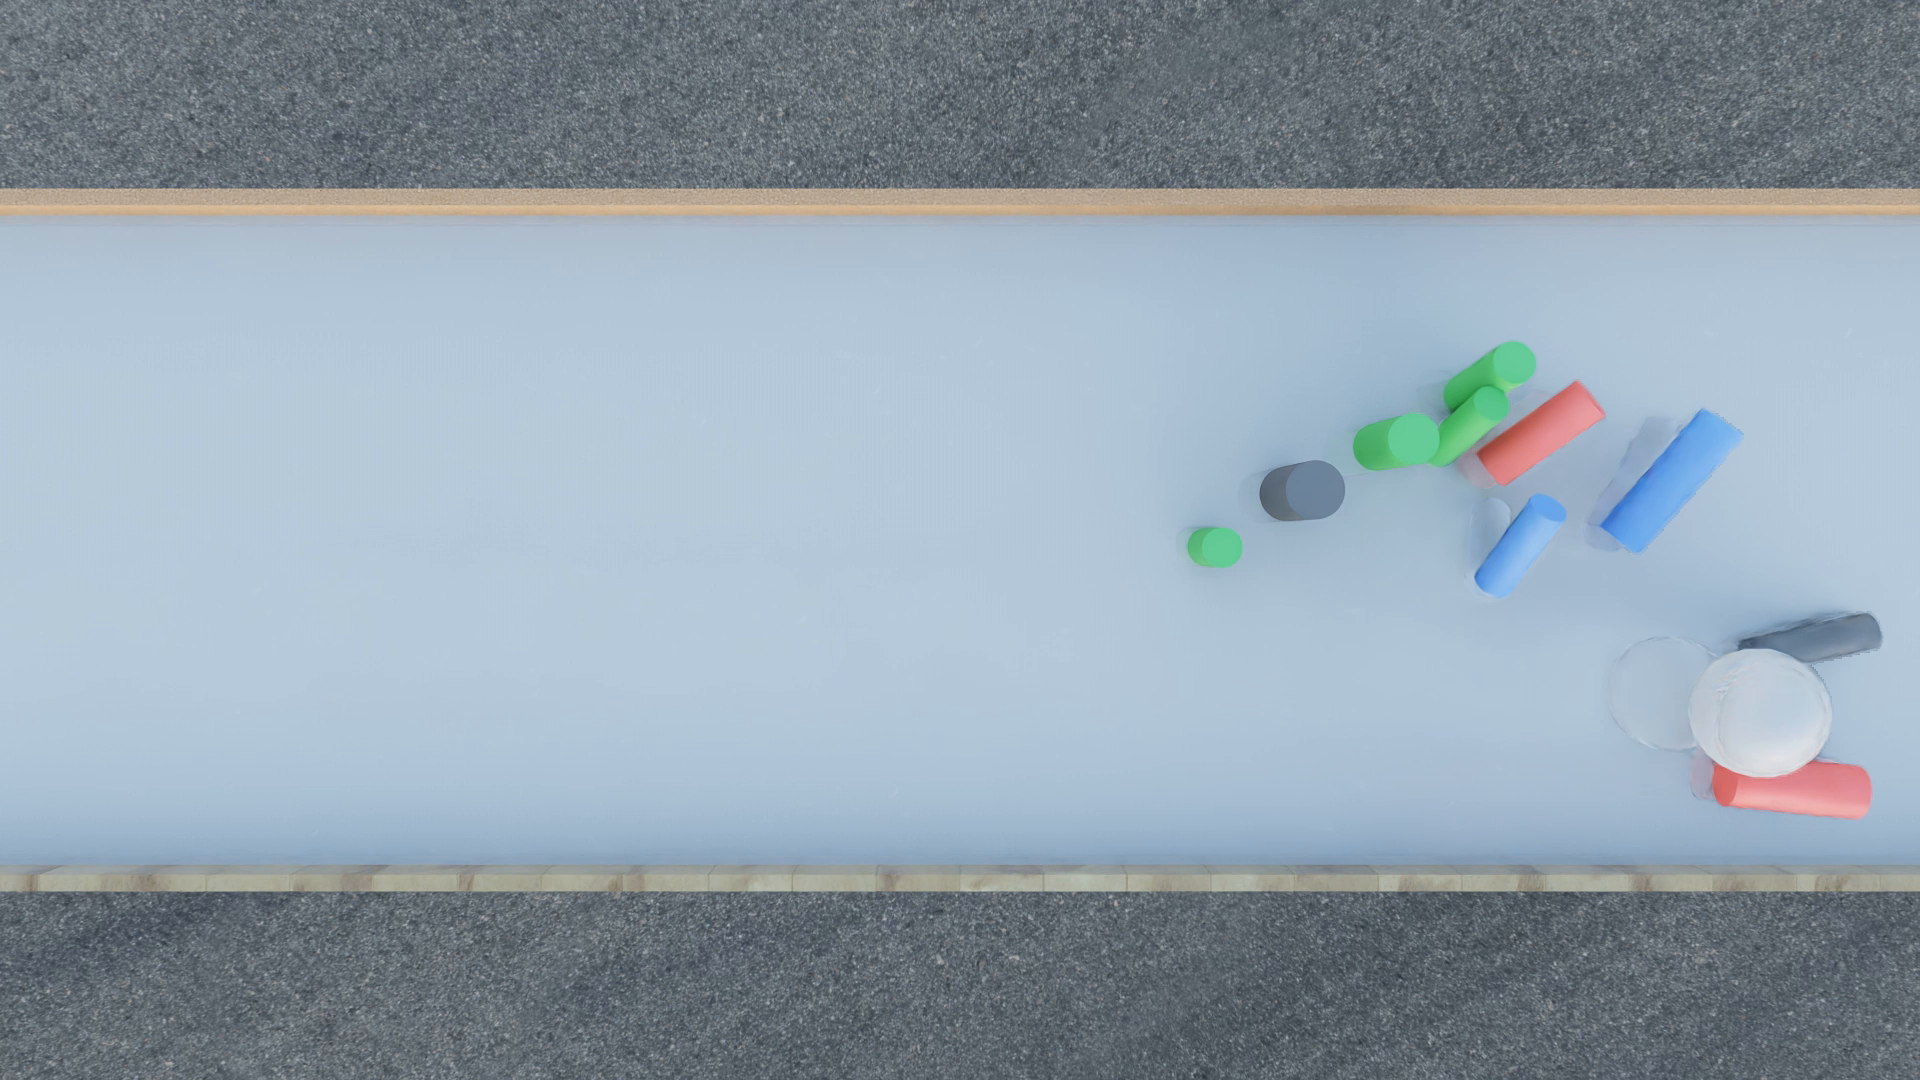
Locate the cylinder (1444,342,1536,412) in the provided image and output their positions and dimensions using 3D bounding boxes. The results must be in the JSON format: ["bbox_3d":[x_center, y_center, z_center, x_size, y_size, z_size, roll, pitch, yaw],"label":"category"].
[{"bbox_3d":[1.562,-0.473,4.878,0.126,0.379,0.126,1,80,-5],"label":"cylinder"}]

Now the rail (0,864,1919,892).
[{"bbox_3d":[-2.247,1.025,5.001,12.000,0.150,0.050,0,90,0],"label":"rail"}]

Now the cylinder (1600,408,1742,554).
[{"bbox_3d":[2.129,-0.176,4.948,0.140,0.140,0.450,37,106,0],"label":"cylinder"}]

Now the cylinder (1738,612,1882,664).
[{"bbox_3d":[2.585,0.316,5.020,0.382,0.112,0.112,-13,90,0],"label":"cylinder"}]

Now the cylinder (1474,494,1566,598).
[{"bbox_3d":[1.671,0.020,4.925,0.117,0.117,0.328,23,131,0],"label":"cylinder"}]

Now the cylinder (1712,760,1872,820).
[{"bbox_3d":[2.516,0.745,4.995,0.399,0.164,0.164,6,90,0],"label":"cylinder"}]

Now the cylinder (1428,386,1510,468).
[{"bbox_3d":[1.496,-0.333,4.892,0.109,0.354,0.109,3,70,-9],"label":"cylinder"}]

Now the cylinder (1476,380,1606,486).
[{"bbox_3d":[1.738,-0.317,4.943,0.352,0.136,0.136,-39,90,23],"label":"cylinder"}]

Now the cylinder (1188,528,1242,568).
[{"bbox_3d":[0.759,0.022,4.922,0.118,0.309,0.118,0,90,0],"label":"cylinder"}]

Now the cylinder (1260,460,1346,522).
[{"bbox_3d":[1.007,-0.142,4.873,0.169,0.408,0.169,0,90,0],"label":"cylinder"}]

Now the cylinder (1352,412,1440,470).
[{"bbox_3d":[1.283,-0.286,4.869,0.147,0.416,0.147,0,90,0],"label":"cylinder"}]

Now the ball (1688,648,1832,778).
[{"bbox_3d":[2.313,0.500,4.774,0.374,0.374,0.374,0,90,0],"label":"ball"}]

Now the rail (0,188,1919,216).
[{"bbox_3d":[-2.247,-1.025,5.002,12.000,0.150,0.050,0,90,0],"label":"rail"}]
